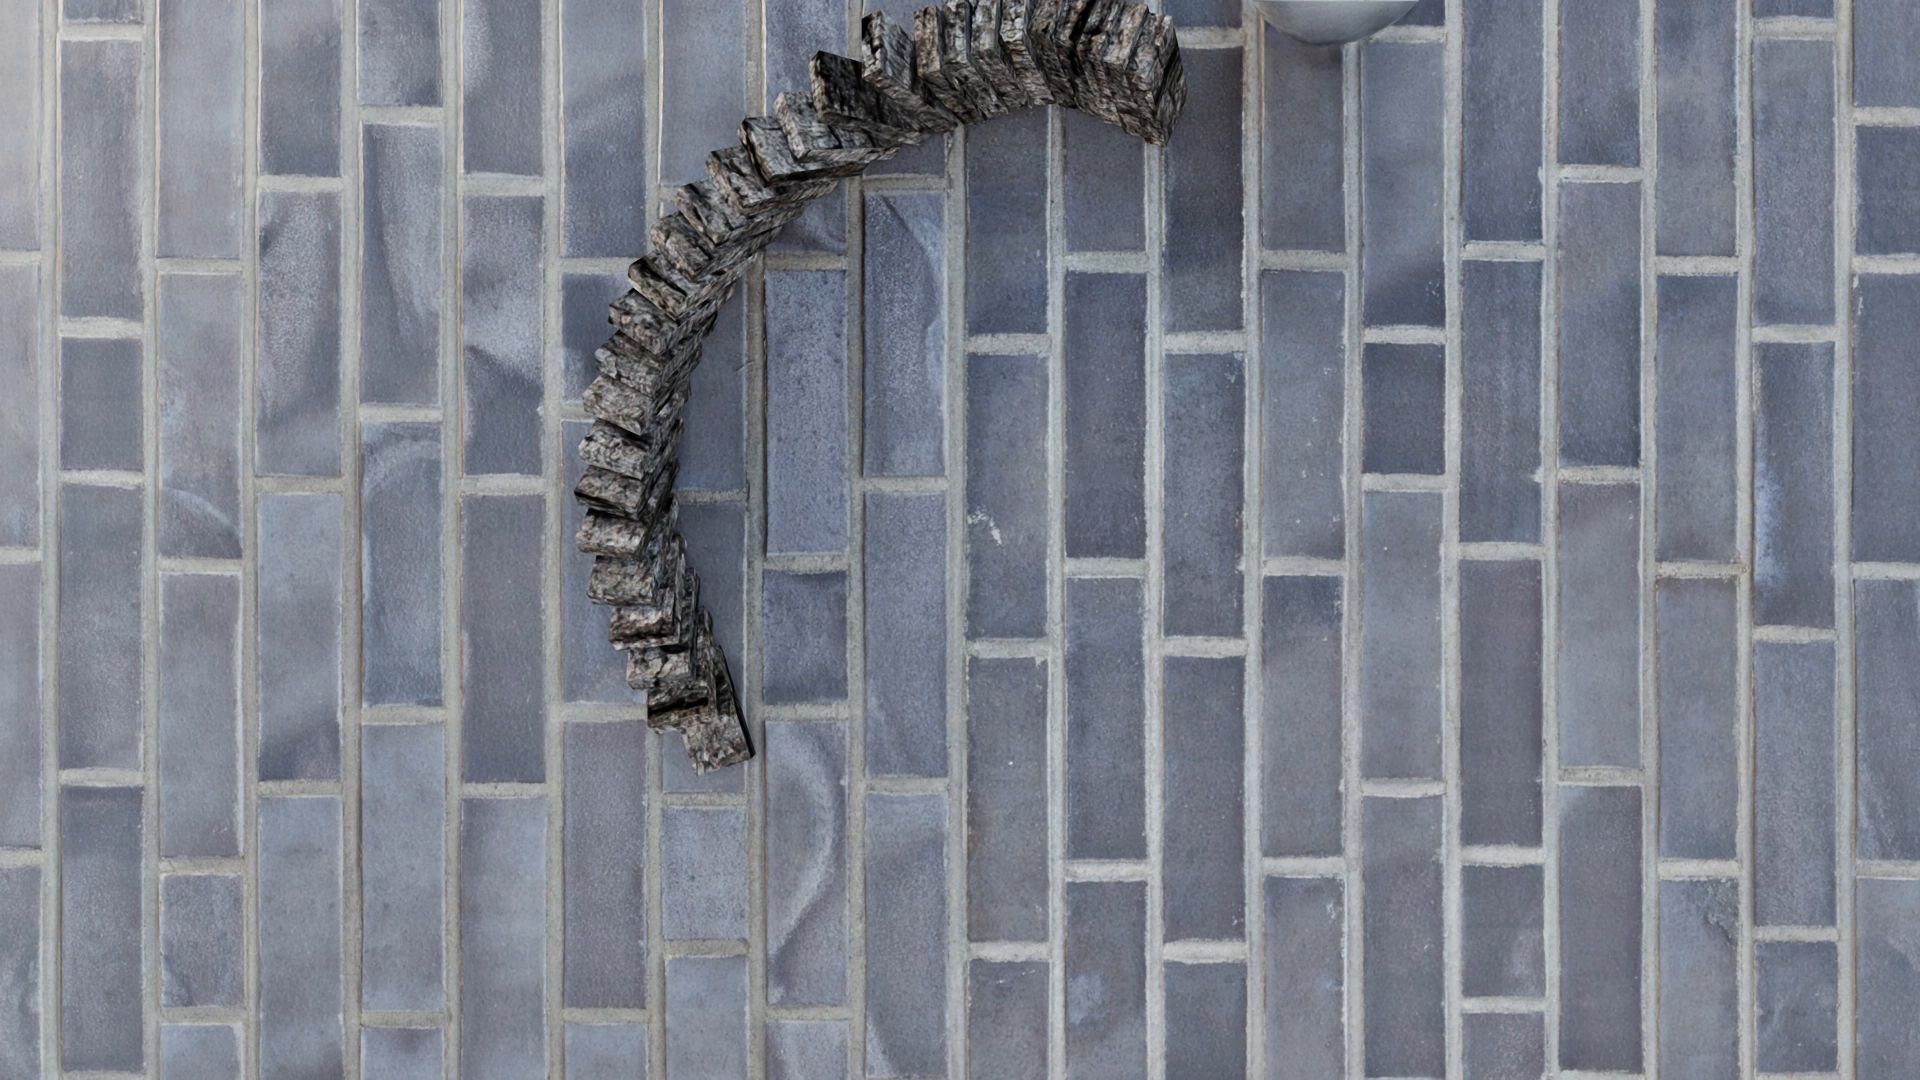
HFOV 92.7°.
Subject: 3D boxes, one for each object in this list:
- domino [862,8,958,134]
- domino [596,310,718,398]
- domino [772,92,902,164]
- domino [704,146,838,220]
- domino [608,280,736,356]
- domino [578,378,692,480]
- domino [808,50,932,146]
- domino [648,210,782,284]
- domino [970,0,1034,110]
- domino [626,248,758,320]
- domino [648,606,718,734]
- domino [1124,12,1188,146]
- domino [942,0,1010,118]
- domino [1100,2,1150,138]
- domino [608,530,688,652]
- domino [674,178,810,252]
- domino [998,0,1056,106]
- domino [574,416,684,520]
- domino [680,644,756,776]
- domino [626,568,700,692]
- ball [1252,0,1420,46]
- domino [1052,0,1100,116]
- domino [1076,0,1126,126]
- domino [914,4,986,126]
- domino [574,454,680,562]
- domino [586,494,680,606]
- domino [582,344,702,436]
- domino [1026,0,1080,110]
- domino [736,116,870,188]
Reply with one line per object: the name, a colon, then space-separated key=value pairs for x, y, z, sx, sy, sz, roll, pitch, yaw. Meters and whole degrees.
domino: x=-0.020 y=-0.190 z=0.376 sx=0.010 sy=0.050 sz=0.025 roll=-7 pitch=81 yaw=36
domino: x=-0.125 y=-0.084 z=0.381 sx=0.025 sy=0.010 sz=0.050 roll=27 pitch=52 yaw=0
domino: x=-0.050 y=-0.172 z=0.381 sx=0.050 sy=0.010 sz=0.025 roll=-21 pitch=90 yaw=-38
domino: x=-0.078 y=-0.152 z=0.381 sx=0.050 sy=0.010 sz=0.025 roll=-33 pitch=90 yaw=-38
domino: x=-0.119 y=-0.100 z=0.381 sx=0.025 sy=0.010 sz=0.050 roll=35 pitch=52 yaw=0
domino: x=-0.134 y=-0.050 z=0.382 sx=0.025 sy=0.009 sz=0.050 roll=17 pitch=55 yaw=0
domino: x=-0.037 y=-0.183 z=0.380 sx=0.050 sy=0.010 sz=0.025 roll=-5 pitch=85 yaw=-37
domino: x=-0.101 y=-0.128 z=0.381 sx=0.025 sy=0.009 sz=0.050 roll=46 pitch=52 yaw=0
domino: x=0.018 y=-0.200 z=0.375 sx=0.009 sy=0.050 sz=0.025 roll=3 pitch=90 yaw=22
domino: x=-0.110 y=-0.114 z=0.381 sx=0.025 sy=0.009 sz=0.050 roll=39 pitch=52 yaw=0
domino: x=-0.116 y=0.054 z=0.382 sx=0.025 sy=0.010 sz=0.050 roll=-14 pitch=55 yaw=1
domino: x=0.081 y=-0.187 z=0.375 sx=0.009 sy=0.050 sz=0.025 roll=23 pitch=90 yaw=23
domino: x=0.007 y=-0.197 z=0.375 sx=0.010 sy=0.050 sz=0.025 roll=-2 pitch=90 yaw=22
domino: x=0.072 y=-0.191 z=0.375 sx=0.009 sy=0.050 sz=0.025 roll=23 pitch=90 yaw=23
domino: x=-0.129 y=0.021 z=0.382 sx=0.025 sy=0.010 sz=0.050 roll=-8 pitch=55 yaw=0
domino: x=-0.090 y=-0.140 z=0.381 sx=0.025 sy=0.010 sz=0.050 roll=51 pitch=52 yaw=0
domino: x=0.030 y=-0.203 z=0.375 sx=0.010 sy=0.050 sz=0.025 roll=7 pitch=90 yaw=22
domino: x=-0.137 y=-0.033 z=0.382 sx=0.025 sy=0.009 sz=0.050 roll=14 pitch=54 yaw=0
domino: x=-0.109 y=0.073 z=0.395 sx=0.025 sy=0.010 sz=0.050 roll=-18 pitch=90 yaw=0
domino: x=-0.123 y=0.036 z=0.382 sx=0.025 sy=0.009 sz=0.050 roll=-9 pitch=55 yaw=0
ball: x=0.152 y=-0.240 z=0.360 sx=0.080 sy=0.080 sz=0.080 roll=0 pitch=90 yaw=0
domino: x=0.053 y=-0.200 z=0.375 sx=0.009 sy=0.050 sz=0.025 roll=23 pitch=90 yaw=23
domino: x=0.063 y=-0.196 z=0.375 sx=0.010 sy=0.050 sz=0.025 roll=23 pitch=90 yaw=23
domino: x=-0.003 y=-0.192 z=0.375 sx=0.009 sy=0.050 sz=0.025 roll=-4 pitch=90 yaw=22
domino: x=-0.138 y=-0.016 z=0.382 sx=0.025 sy=0.010 sz=0.050 roll=10 pitch=55 yaw=0
domino: x=-0.135 y=0.003 z=0.382 sx=0.025 sy=0.009 sz=0.050 roll=1 pitch=55 yaw=1
domino: x=-0.131 y=-0.068 z=0.381 sx=0.025 sy=0.009 sz=0.050 roll=24 pitch=53 yaw=0
domino: x=0.043 y=-0.203 z=0.375 sx=0.009 sy=0.050 sz=0.025 roll=23 pitch=90 yaw=23
domino: x=-0.064 y=-0.163 z=0.381 sx=0.050 sy=0.009 sz=0.025 roll=-27 pitch=90 yaw=-38
